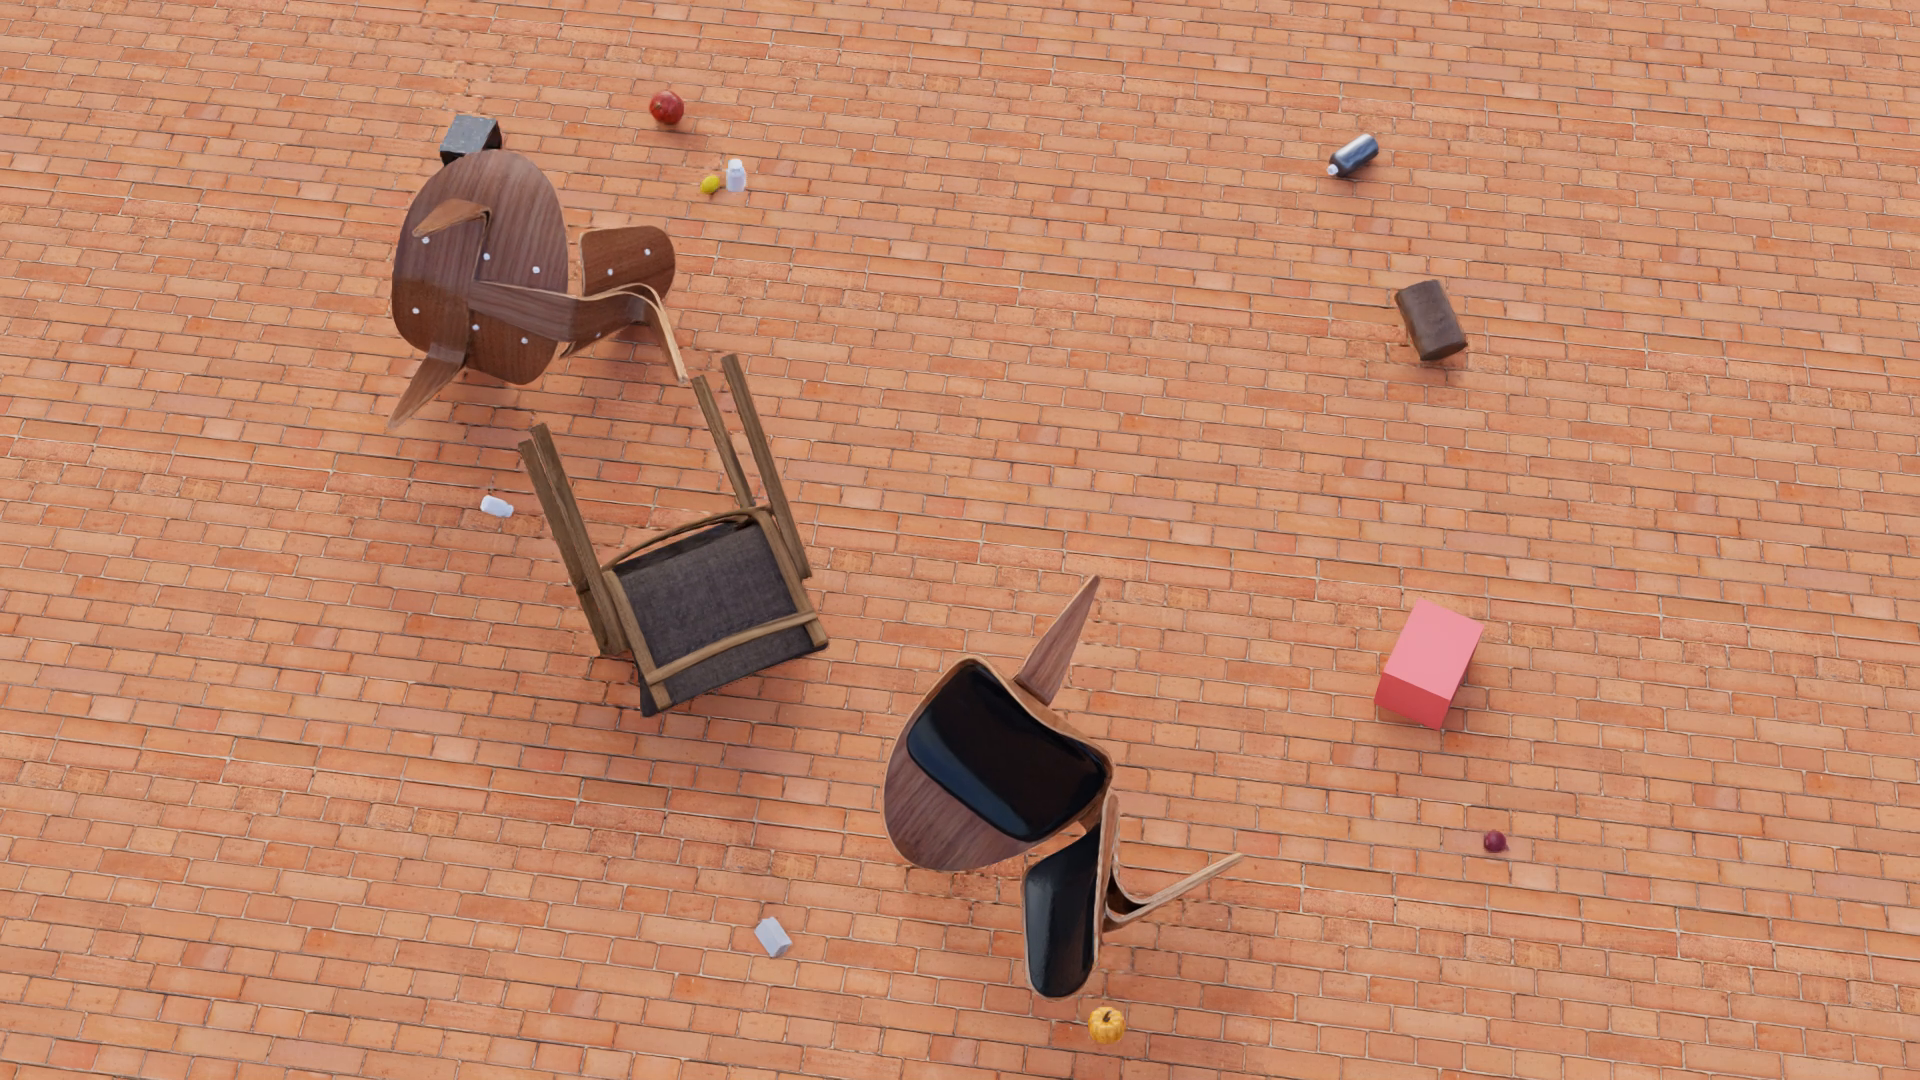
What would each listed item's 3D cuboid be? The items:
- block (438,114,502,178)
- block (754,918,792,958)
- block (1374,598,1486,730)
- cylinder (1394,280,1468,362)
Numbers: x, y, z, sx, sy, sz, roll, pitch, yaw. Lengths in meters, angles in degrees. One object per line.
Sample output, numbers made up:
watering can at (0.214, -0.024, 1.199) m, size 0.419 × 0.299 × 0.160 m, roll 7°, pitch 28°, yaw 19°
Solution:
block at (-1.645, -1.328, 7.400) m, size 0.144 × 0.102 × 0.172 m, roll 9°, pitch 57°, yaw 9°
block at (-0.495, 1.053, 5.827) m, size 0.043 × 0.051 × 0.090 m, roll -3°, pitch 46°, yaw -50°
block at (1.328, 0.352, 6.232) m, size 0.199 × 0.176 × 0.276 m, roll 24°, pitch 59°, yaw 15°
cylinder at (1.484, -0.692, 6.934) m, size 0.163 × 0.112 × 0.225 m, roll -15°, pitch 74°, yaw -17°
